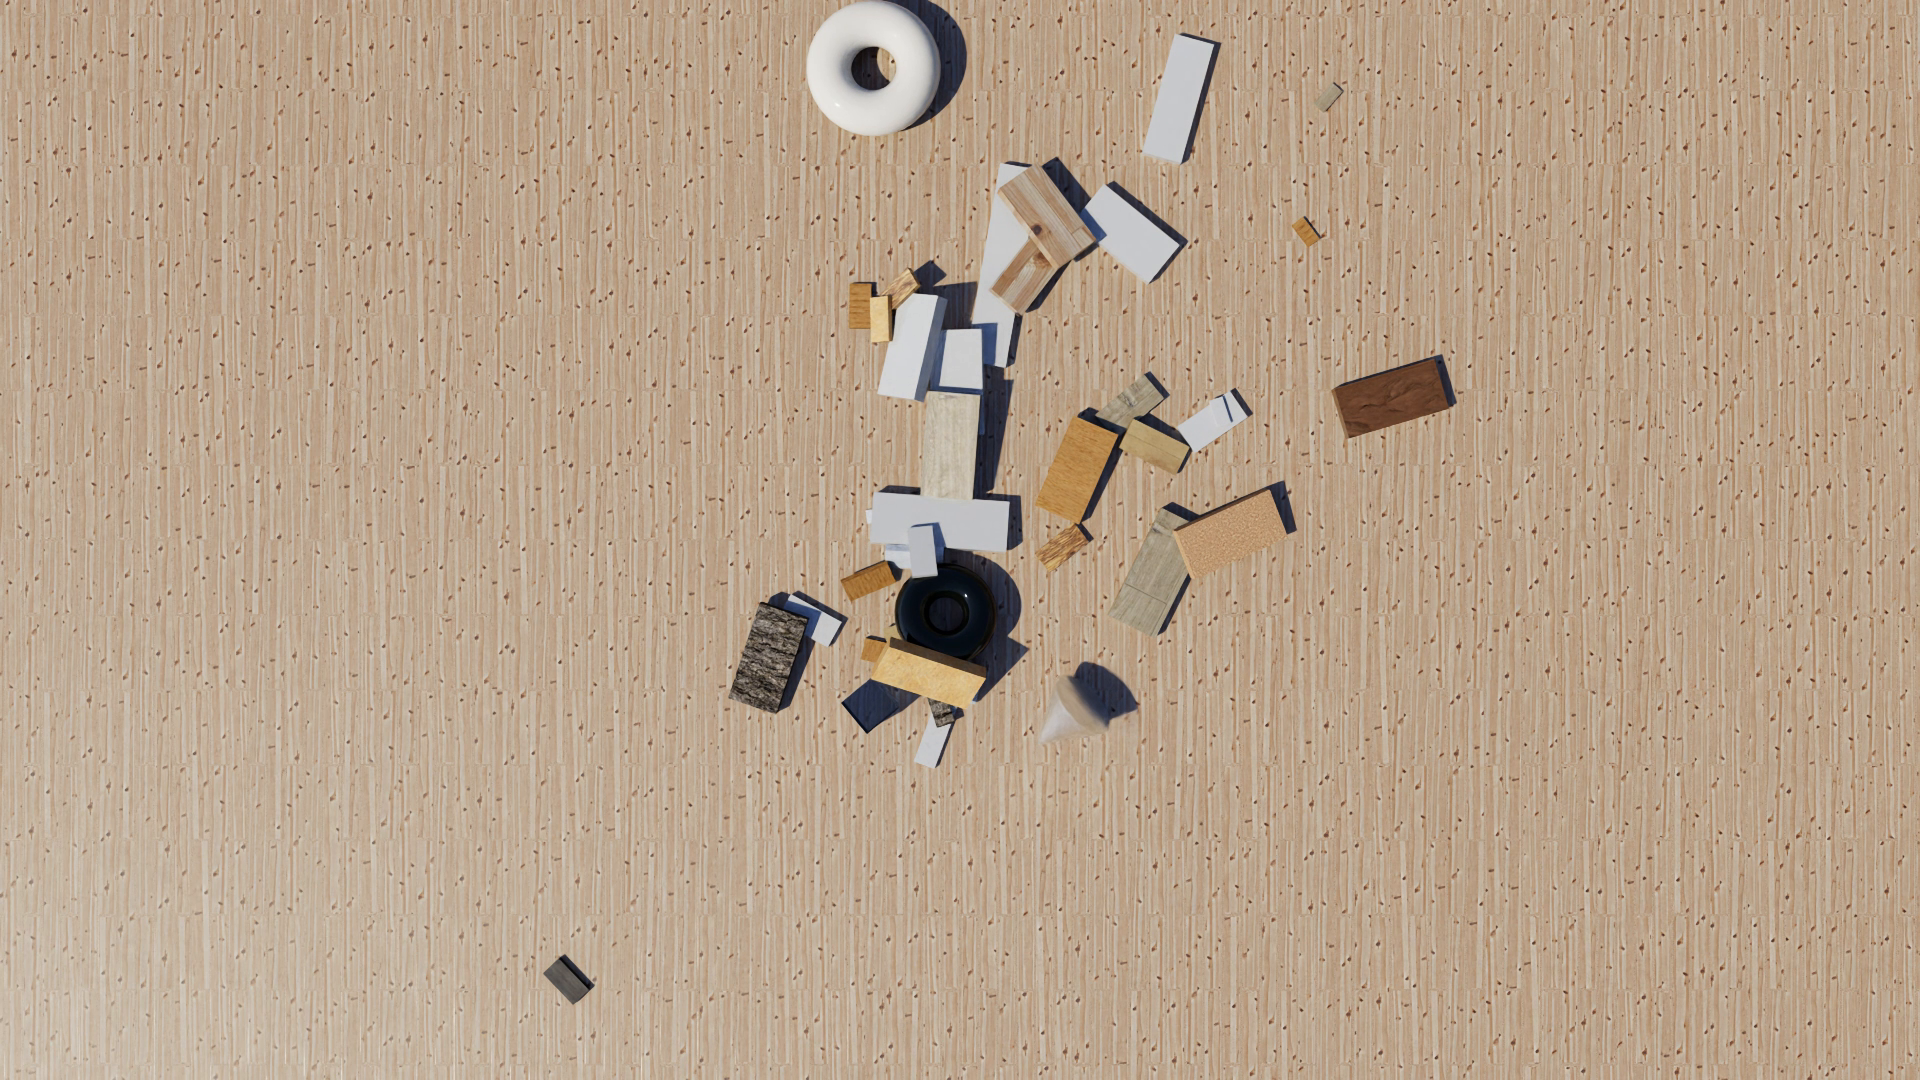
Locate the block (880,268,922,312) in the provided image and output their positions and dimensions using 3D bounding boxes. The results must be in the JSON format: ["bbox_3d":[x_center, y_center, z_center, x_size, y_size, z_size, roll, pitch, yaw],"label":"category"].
[{"bbox_3d":[-0.199,-0.823,5.444,0.148,0.021,0.074,-40,68,29],"label":"block"}]

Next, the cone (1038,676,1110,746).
[{"bbox_3d":[0.330,0.612,5.447,0.235,0.235,0.235,45,117,0],"label":"cone"}]

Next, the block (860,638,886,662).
[{"bbox_3d":[-0.251,0.377,5.490,0.146,0.021,0.073,13,90,0],"label":"block"}]

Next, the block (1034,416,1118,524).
[{"bbox_3d":[0.385,-0.232,5.462,0.161,0.046,0.322,24,94,2],"label":"block"}]

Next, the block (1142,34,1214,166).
[{"bbox_3d":[0.722,-1.463,5.481,0.134,0.038,0.406,16,90,0],"label":"block"}]

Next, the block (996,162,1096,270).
[{"bbox_3d":[0.284,-1.063,5.416,0.161,0.046,0.322,-36,88,-13],"label":"block"}]

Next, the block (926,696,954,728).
[{"bbox_3d":[-0.066,0.554,5.470,0.063,0.018,0.126,-18,90,0],"label":"block"}]

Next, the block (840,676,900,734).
[{"bbox_3d":[-0.294,0.539,5.433,0.133,0.133,0.133,-40,90,0],"label":"block"}]

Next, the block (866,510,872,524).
[{"bbox_3d":[-0.265,-0.083,5.493,0.091,0.013,0.045,-7,90,0],"label":"block"}]

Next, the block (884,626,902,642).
[{"bbox_3d":[-0.150,0.314,5.470,0.192,0.027,0.096,-18,79,-3],"label":"block"}]

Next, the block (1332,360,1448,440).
[{"bbox_3d":[1.427,-0.467,5.476,0.345,0.049,0.172,-17,90,0],"label":"block"}]

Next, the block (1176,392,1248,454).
[{"bbox_3d":[0.837,-0.391,5.485,0.212,0.030,0.106,-34,90,0],"label":"block"}]

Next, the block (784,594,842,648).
[{"bbox_3d":[-0.500,0.268,5.486,0.192,0.027,0.096,29,90,0],"label":"block"}]

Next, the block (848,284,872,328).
[{"bbox_3d":[-0.332,-0.778,5.490,0.074,0.021,0.148,0,90,0],"label":"block"}]

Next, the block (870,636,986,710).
[{"bbox_3d":[-0.101,0.433,5.358,0.335,0.047,0.167,19,131,-13],"label":"block"}]

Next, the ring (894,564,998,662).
[{"bbox_3d":[-0.046,0.243,5.414,0.343,0.114,0.343,2,75,-7],"label":"ring"}]

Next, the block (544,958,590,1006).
[{"bbox_3d":[-1.310,1.468,5.490,0.073,0.021,0.146,-44,90,0],"label":"block"}]

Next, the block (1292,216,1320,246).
[{"bbox_3d":[1.151,-1.025,5.493,0.046,0.013,0.092,-37,90,0],"label":"block"}]

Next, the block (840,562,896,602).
[{"bbox_3d":[-0.304,0.136,5.466,0.166,0.023,0.083,-23,127,0],"label":"block"}]

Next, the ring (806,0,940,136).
[{"bbox_3d":[-0.284,-1.552,5.428,0.443,0.148,0.443,0,90,1],"label":"ring"}]

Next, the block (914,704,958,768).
[{"bbox_3d":[-0.069,0.612,5.490,0.073,0.021,0.290,20,90,0],"label":"block"}]

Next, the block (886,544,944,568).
[{"bbox_3d":[-0.151,0.057,5.453,0.192,0.096,0.027,3,53,0],"label":"block"}]

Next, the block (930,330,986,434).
[{"bbox_3d":[-0.009,-0.520,5.448,0.173,0.049,0.346,0,95,8],"label":"block"}]

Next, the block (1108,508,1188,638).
[{"bbox_3d":[0.656,0.110,5.476,0.172,0.049,0.397,26,90,0],"label":"block"}]

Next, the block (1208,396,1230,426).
[{"bbox_3d":[0.860,-0.424,5.464,0.046,0.013,0.092,-18,90,0],"label":"block"}]

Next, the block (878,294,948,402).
[{"bbox_3d":[-0.157,-0.634,5.424,0.173,0.049,0.346,13,90,42],"label":"block"}]

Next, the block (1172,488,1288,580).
[{"bbox_3d":[0.891,-0.020,5.440,0.345,0.049,0.172,-24,99,-8],"label":"block"}]

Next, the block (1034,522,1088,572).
[{"bbox_3d":[0.338,0.025,5.488,0.166,0.023,0.083,-38,90,0],"label":"block"}]

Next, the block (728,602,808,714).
[{"bbox_3d":[-0.633,0.390,5.460,0.167,0.047,0.335,19,95,1],"label":"block"}]

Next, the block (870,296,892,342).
[{"bbox_3d":[-0.261,-0.731,5.464,0.074,0.021,0.148,0,93,35],"label":"block"}]

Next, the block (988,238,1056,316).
[{"bbox_3d":[0.229,-0.887,5.448,0.135,0.038,0.269,39,82,-14],"label":"block"}]

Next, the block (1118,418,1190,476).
[{"bbox_3d":[0.642,-0.308,5.469,0.212,0.030,0.106,26,93,-7],"label":"block"}]

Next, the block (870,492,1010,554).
[{"bbox_3d":[-0.067,-0.057,5.461,0.450,0.047,0.167,4,82,-1],"label":"block"}]

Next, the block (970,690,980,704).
[{"bbox_3d":[0.036,0.477,5.474,0.063,0.018,0.126,16,91,-13],"label":"block"}]

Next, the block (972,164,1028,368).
[{"bbox_3d":[0.142,-0.910,5.481,0.135,0.038,0.664,10,90,0],"label":"block"}]

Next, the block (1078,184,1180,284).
[{"bbox_3d":[0.550,-1.014,5.477,0.322,0.046,0.161,39,90,0],"label":"block"}]

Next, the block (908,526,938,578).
[{"bbox_3d":[-0.124,0.039,5.395,0.083,0.023,0.166,-6,72,-3],"label":"block"}]

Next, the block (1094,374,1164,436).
[{"bbox_3d":[0.562,-0.442,5.485,0.212,0.030,0.106,-40,90,0],"label":"block"}]

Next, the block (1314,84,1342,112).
[{"bbox_3d":[1.225,-1.473,5.493,0.046,0.013,0.092,42,90,0],"label":"block"}]

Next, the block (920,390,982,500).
[{"bbox_3d":[-0.029,-0.312,5.423,0.173,0.049,0.346,5,99,7],"label":"block"}]
